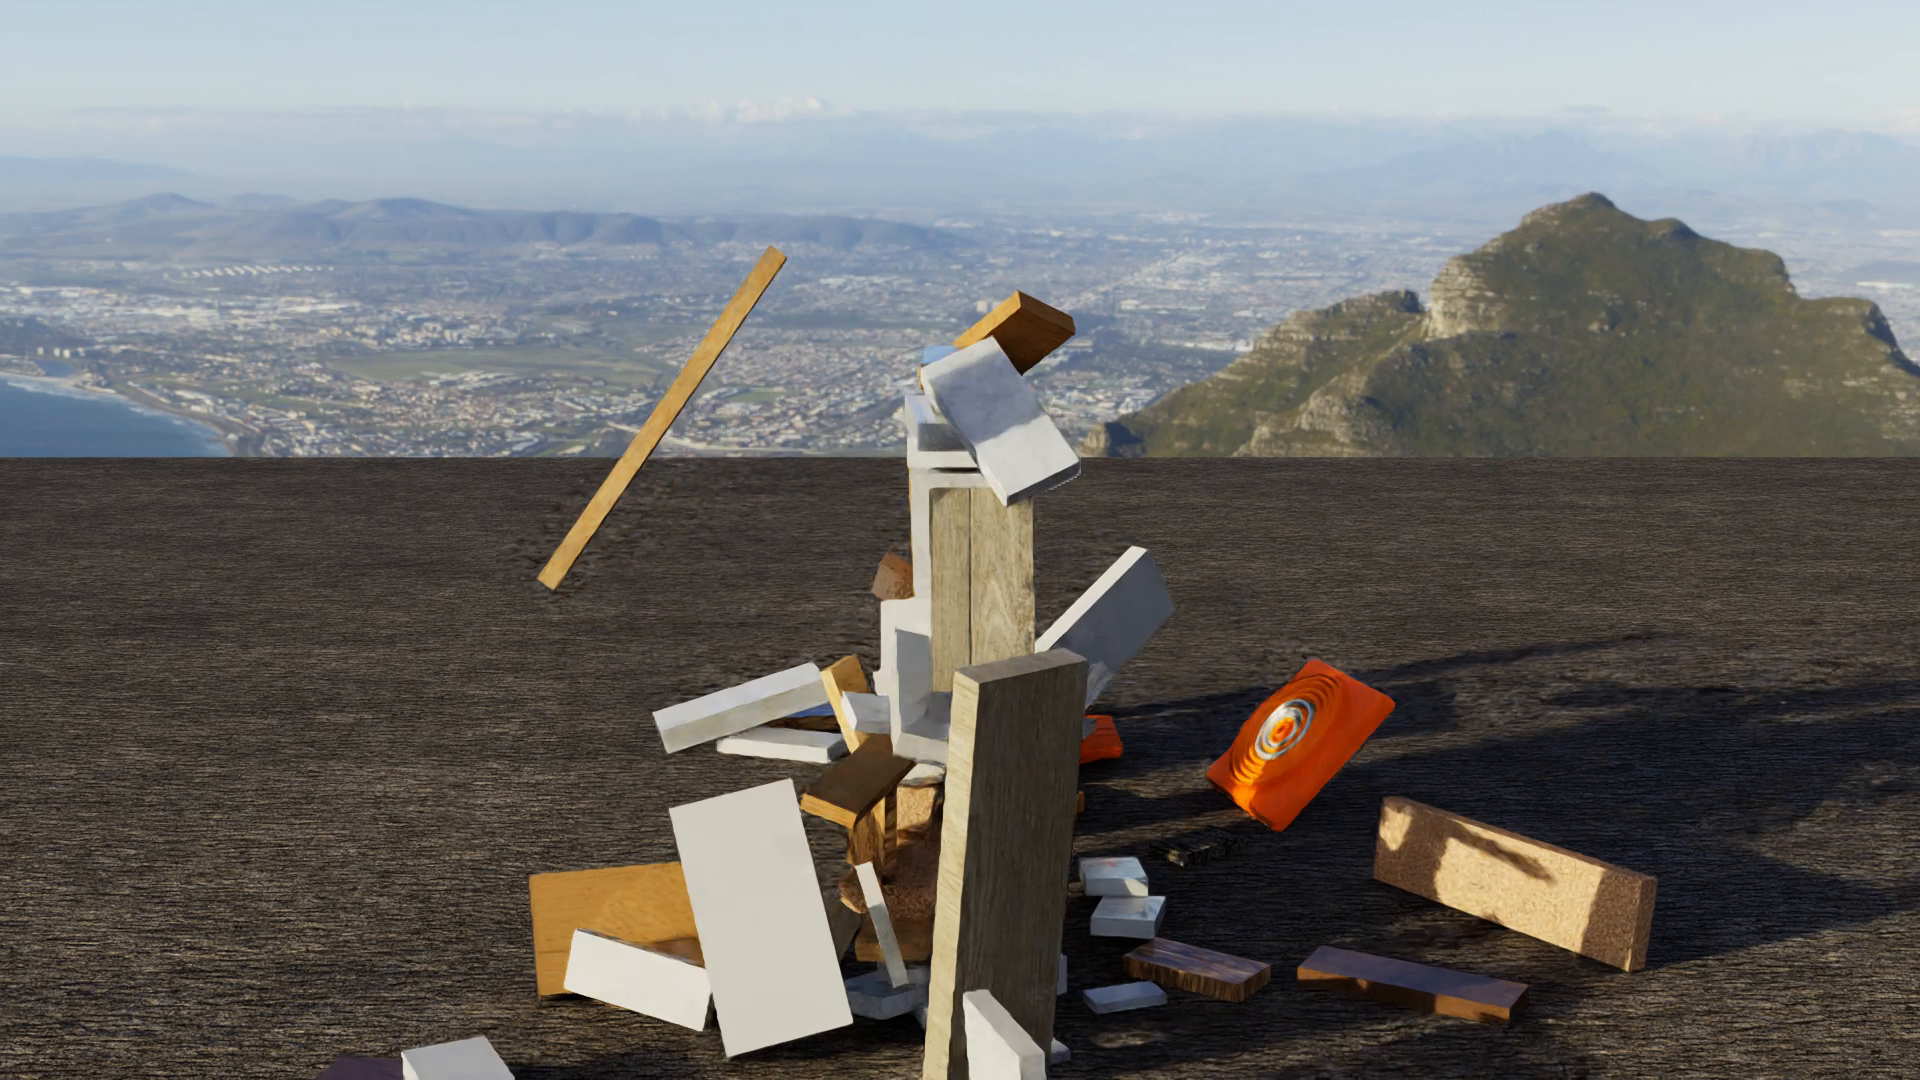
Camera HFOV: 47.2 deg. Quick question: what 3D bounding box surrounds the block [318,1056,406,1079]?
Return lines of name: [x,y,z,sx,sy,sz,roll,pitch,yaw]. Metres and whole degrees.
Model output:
block: [-0.729,0.720,2.883,0.220,0.031,0.110,2,11,8]

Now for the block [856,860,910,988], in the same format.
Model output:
block: [-0.106,0.527,3.015,0.023,0.164,0.082,-18,38,-5]

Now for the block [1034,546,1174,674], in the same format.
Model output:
block: [0.301,0.204,4.774,0.388,0.176,0.050,-43,34,-26]

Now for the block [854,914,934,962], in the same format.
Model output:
block: [-0.078,0.550,3.210,0.100,0.028,0.201,-2,20,14]

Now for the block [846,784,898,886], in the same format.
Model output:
block: [-0.128,0.408,3.168,0.023,0.164,0.082,-22,35,-39]

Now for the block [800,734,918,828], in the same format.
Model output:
block: [-0.127,0.327,3.079,0.074,0.021,0.477,20,9,8]

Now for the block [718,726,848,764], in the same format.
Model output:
block: [-0.364,0.417,4.514,0.244,0.031,0.111,4,11,20]

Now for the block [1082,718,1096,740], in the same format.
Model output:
block: [0.187,0.378,4.485,0.164,0.023,0.082,4,12,23]

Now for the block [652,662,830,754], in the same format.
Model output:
block: [-0.455,0.347,4.575,0.353,0.050,0.176,-17,11,-10]

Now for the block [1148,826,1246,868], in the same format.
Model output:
block: [0.420,0.540,3.876,0.164,0.023,0.082,-9,14,-40]

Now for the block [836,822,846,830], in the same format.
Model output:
block: [-0.119,0.479,4.065,0.230,0.033,0.115,-12,12,-7]

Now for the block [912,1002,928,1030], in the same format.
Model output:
block: [0.008,0.628,3.029,0.108,0.031,0.217,-30,-6,-18]

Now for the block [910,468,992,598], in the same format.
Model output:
block: [0.007,0.019,3.611,0.166,0.332,0.047,0,34,2]

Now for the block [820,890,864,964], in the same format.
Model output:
block: [-0.214,0.593,3.107,0.026,0.182,0.091,10,-23,47]

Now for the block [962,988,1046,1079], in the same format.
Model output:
block: [0.054,0.631,2.644,0.031,0.110,0.220,-7,10,-16]

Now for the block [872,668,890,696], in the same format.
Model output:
block: [-0.085,0.267,3.398,0.079,0.022,0.158,-11,53,-1]

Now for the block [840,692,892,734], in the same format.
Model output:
block: [-0.098,0.263,3.288,0.148,0.021,0.074,7,27,-24]

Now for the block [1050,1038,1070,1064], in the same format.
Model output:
block: [0.101,0.698,3.044,0.055,0.016,0.111,-5,12,-27]

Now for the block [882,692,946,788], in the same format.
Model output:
block: [-0.070,0.299,3.344,0.079,0.022,0.157,-9,54,0]

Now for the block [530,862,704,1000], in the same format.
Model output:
block: [-0.453,0.574,3.270,0.352,0.176,0.050,-3,-19,-16]

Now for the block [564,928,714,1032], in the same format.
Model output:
block: [-0.454,0.626,3.137,0.224,0.088,0.025,13,4,18]

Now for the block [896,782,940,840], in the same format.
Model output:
block: [-0.076,0.378,3.338,0.082,0.023,0.164,2,49,11]

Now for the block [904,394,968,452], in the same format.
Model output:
block: [-0.002,-0.187,3.468,0.151,0.043,0.301,-1,12,-5]

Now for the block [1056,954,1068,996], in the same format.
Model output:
block: [0.108,0.647,3.212,0.118,0.055,0.016,-8,14,-38]

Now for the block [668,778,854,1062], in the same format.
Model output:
block: [-0.277,0.524,3.050,0.176,0.352,0.050,-13,-18,-8]

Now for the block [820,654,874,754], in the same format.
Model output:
block: [-0.167,0.269,3.510,0.022,0.157,0.079,-17,7,33]

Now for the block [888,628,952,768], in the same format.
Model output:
block: [-0.027,0.242,3.304,0.151,0.043,0.302,14,25,-10]

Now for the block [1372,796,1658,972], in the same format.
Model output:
block: [0.877,0.543,3.527,0.040,0.141,0.522,2,7,-37]

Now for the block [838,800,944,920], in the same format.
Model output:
block: [-0.031,0.460,3.321,0.172,0.049,0.344,2,22,22]

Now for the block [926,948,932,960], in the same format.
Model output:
block: [-0.033,0.584,3.269,0.100,0.028,0.201,1,4,21]

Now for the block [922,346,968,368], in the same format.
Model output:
block: [0.004,-0.279,3.513,0.126,0.036,0.252,0,11,0]

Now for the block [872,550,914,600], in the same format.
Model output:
block: [-0.106,0.086,4.034,0.100,0.028,0.201,34,-18,4]

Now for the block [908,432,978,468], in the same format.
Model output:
block: [0.004,-0.172,3.616,0.166,0.047,0.332,0,12,1]

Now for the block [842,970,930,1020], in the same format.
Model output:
block: [-0.081,0.649,3.186,0.108,0.031,0.217,3,4,40]

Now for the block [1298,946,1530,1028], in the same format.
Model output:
block: [0.666,0.655,3.240,0.319,0.028,0.100,6,12,29]

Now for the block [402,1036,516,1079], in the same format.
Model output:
block: [-0.635,0.700,2.819,0.110,0.031,0.220,-5,12,-26]

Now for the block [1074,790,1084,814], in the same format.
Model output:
block: [0.100,0.496,4.079,0.247,0.035,0.124,-9,14,-41]

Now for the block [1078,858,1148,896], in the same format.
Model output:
block: [0.254,0.560,3.665,0.100,0.028,0.201,0,1,0]

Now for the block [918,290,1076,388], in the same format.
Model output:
block: [0.060,-0.315,3.690,0.126,0.036,0.252,21,-43,-38]

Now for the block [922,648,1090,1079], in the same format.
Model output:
block: [0.056,0.439,2.826,0.176,0.600,0.050,-9,22,-36]

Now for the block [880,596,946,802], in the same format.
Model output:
block: [-0.038,0.247,3.476,0.172,0.344,0.049,-5,-34,6]

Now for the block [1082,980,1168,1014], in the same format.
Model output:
block: [0.240,0.667,3.210,0.111,0.016,0.055,-4,11,-21]

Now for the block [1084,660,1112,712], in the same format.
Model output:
block: [0.203,0.329,4.387,0.141,0.040,0.282,-32,3,22]

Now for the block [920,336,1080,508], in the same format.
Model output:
block: [0.059,-0.179,3.302,0.126,0.252,0.036,-26,-23,-17]

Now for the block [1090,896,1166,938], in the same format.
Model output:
block: [0.268,0.595,3.485,0.099,0.028,0.198,2,2,10]

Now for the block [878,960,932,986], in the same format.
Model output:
block: [-0.037,0.616,3.238,0.100,0.028,0.201,1,3,20]

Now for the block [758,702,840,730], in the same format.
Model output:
block: [-0.373,0.380,4.713,0.221,0.031,0.111,-1,11,-6]

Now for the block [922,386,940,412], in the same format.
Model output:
block: [0.020,-0.246,3.542,0.141,0.040,0.282,-1,11,-5]

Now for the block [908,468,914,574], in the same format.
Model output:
block: [0.000,-0.024,3.826,0.166,0.332,0.047,1,30,5]

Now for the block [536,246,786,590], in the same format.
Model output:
block: [-0.416,-0.172,3.086,0.028,0.563,0.099,35,0,-6]

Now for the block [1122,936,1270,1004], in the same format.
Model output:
block: [0.354,0.644,3.301,0.198,0.028,0.099,7,13,35]

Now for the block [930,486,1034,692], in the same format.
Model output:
block: [0.032,0.074,3.275,0.151,0.301,0.043,0,-5,-6]
